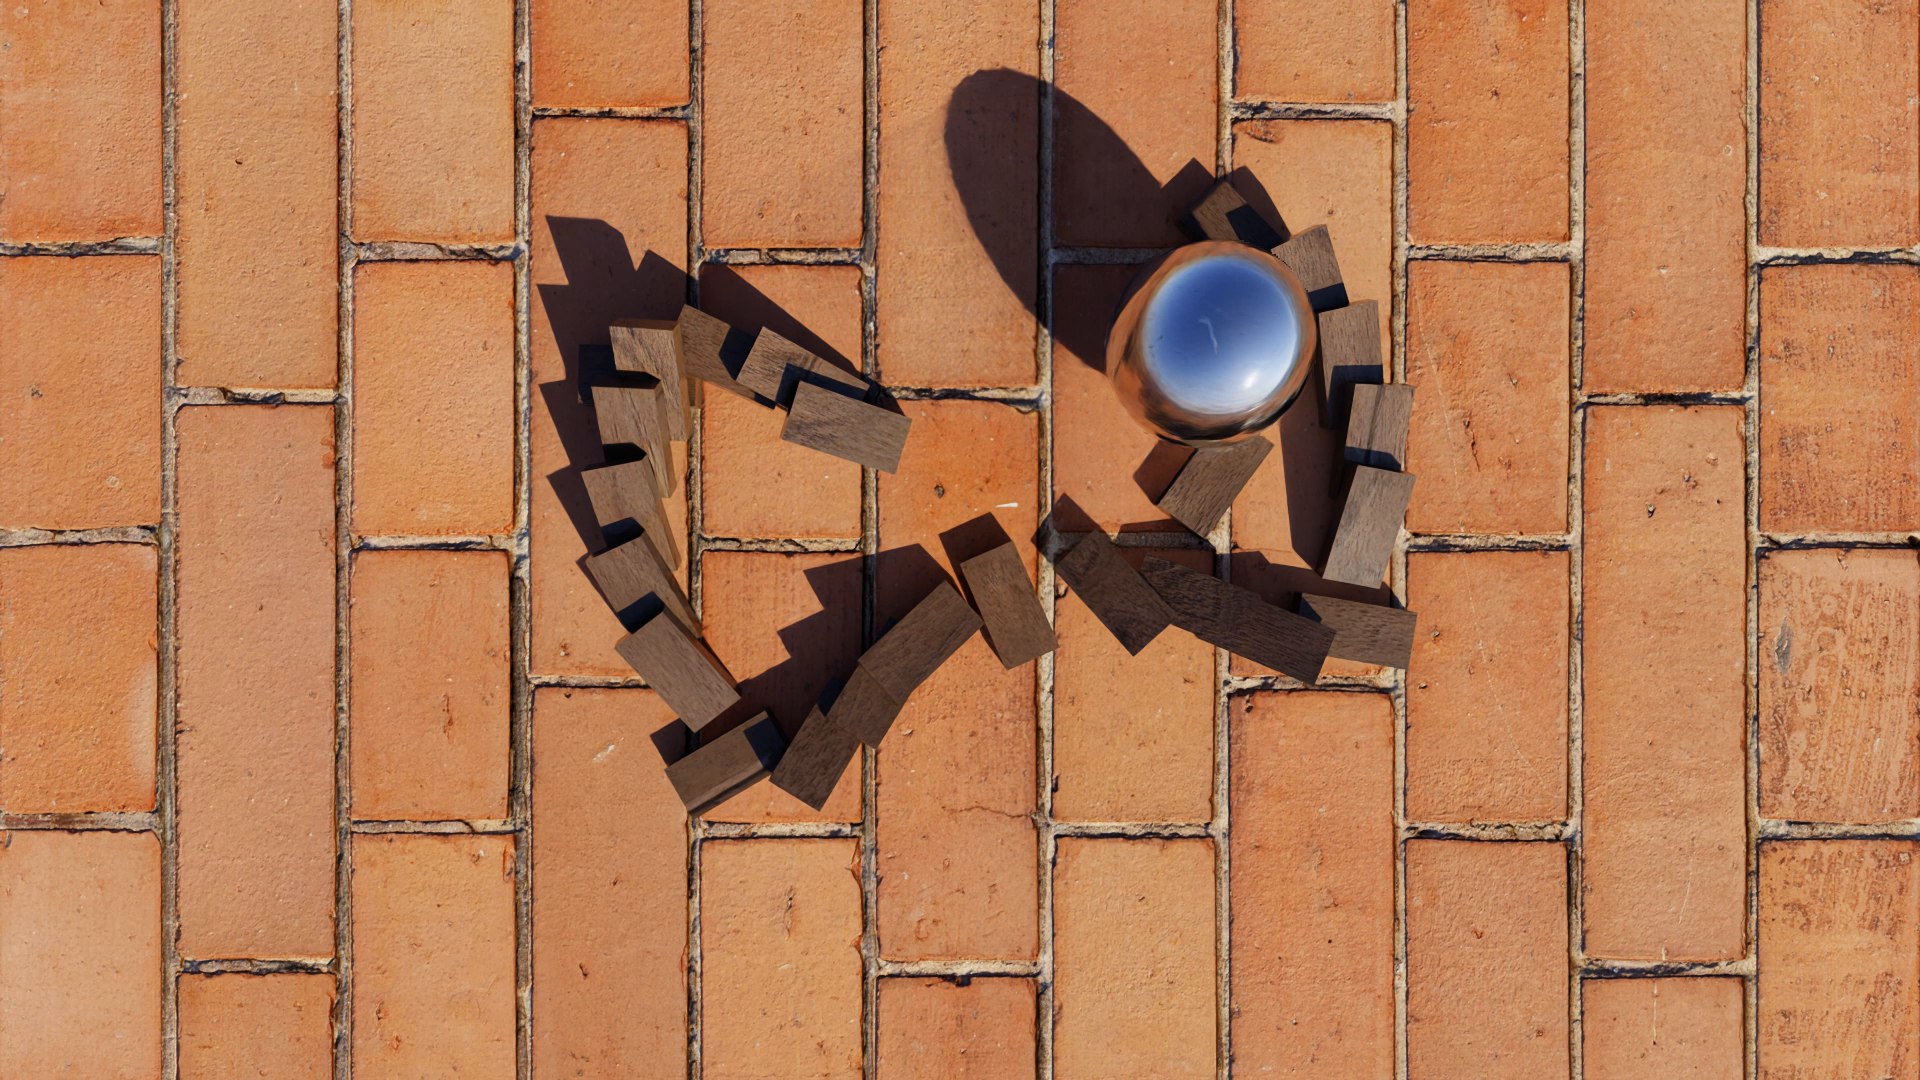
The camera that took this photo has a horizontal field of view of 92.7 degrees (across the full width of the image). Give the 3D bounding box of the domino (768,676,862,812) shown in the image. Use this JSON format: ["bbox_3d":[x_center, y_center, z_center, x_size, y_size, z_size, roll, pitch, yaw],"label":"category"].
[{"bbox_3d":[-0.057,0.086,0.389,0.025,0.010,0.050,31,75,0],"label":"domino"}]

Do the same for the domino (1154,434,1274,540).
[{"bbox_3d":[0.109,-0.028,0.395,0.025,0.010,0.050,36,90,0],"label":"domino"}]

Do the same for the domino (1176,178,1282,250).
[{"bbox_3d":[0.120,-0.128,0.395,0.025,0.010,0.050,-44,90,0],"label":"domino"}]

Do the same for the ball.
[{"bbox_3d":[0.097,-0.076,0.360,0.080,0.080,0.080,0,90,0],"label":"ball"}]

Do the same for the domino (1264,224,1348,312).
[{"bbox_3d":[0.148,-0.104,0.388,0.025,0.010,0.050,-25,107,0],"label":"domino"}]

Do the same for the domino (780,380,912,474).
[{"bbox_3d":[-0.048,-0.047,0.386,0.050,0.010,0.025,16,94,-20],"label":"domino"}]

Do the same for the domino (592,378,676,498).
[{"bbox_3d":[-0.135,-0.042,0.383,0.025,0.010,0.050,3,123,0],"label":"domino"}]

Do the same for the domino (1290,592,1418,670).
[{"bbox_3d":[0.168,0.039,0.395,0.050,0.009,0.025,10,90,0],"label":"domino"}]

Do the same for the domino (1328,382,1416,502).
[{"bbox_3d":[0.174,-0.041,0.388,0.025,0.010,0.050,2,107,-1],"label":"domino"}]

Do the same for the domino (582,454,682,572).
[{"bbox_3d":[-0.138,-0.009,0.386,0.025,0.010,0.050,-11,113,0],"label":"domino"}]

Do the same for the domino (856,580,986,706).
[{"bbox_3d":[-0.016,0.043,0.385,0.050,0.009,0.025,-42,86,-16],"label":"domino"}]

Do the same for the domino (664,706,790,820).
[{"bbox_3d":[-0.098,0.096,0.395,0.050,0.009,0.025,-30,90,0],"label":"domino"}]

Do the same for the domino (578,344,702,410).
[{"bbox_3d":[-0.138,-0.070,0.395,0.050,0.009,0.025,2,90,0],"label":"domino"}]

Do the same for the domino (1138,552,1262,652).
[{"bbox_3d":[0.099,0.026,0.388,0.050,0.010,0.025,22,90,16],"label":"domino"}]

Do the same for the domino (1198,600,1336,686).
[{"bbox_3d":[0.130,0.040,0.389,0.050,0.009,0.025,22,90,16],"label":"domino"}]

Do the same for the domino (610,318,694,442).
[{"bbox_3d":[-0.127,-0.066,0.379,0.025,0.010,0.050,4,125,0],"label":"domino"}]

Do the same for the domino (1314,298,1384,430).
[{"bbox_3d":[0.164,-0.074,0.388,0.025,0.009,0.050,-13,108,0],"label":"domino"}]

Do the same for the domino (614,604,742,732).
[{"bbox_3d":[-0.118,0.055,0.388,0.025,0.010,0.050,-37,108,0],"label":"domino"}]

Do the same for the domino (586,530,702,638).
[{"bbox_3d":[-0.133,0.024,0.387,0.025,0.009,0.050,-25,110,0],"label":"domino"}]

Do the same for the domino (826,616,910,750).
[{"bbox_3d":[-0.033,0.060,0.389,0.025,0.009,0.050,33,74,0],"label":"domino"}]

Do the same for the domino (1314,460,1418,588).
[{"bbox_3d":[0.171,-0.006,0.388,0.025,0.009,0.050,11,107,-1],"label":"domino"}]

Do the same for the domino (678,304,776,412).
[{"bbox_3d":[-0.098,-0.077,0.389,0.050,0.010,0.025,24,87,-13],"label":"domino"}]

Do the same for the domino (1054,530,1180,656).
[{"bbox_3d":[0.066,0.022,0.388,0.025,0.009,0.050,-43,75,7],"label":"domino"}]

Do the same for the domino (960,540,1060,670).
[{"bbox_3d":[0.021,0.028,0.395,0.025,0.010,0.050,-24,90,0],"label":"domino"}]

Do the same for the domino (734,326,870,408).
[{"bbox_3d":[-0.066,-0.066,0.387,0.050,0.010,0.025,27,90,-20],"label":"domino"}]
